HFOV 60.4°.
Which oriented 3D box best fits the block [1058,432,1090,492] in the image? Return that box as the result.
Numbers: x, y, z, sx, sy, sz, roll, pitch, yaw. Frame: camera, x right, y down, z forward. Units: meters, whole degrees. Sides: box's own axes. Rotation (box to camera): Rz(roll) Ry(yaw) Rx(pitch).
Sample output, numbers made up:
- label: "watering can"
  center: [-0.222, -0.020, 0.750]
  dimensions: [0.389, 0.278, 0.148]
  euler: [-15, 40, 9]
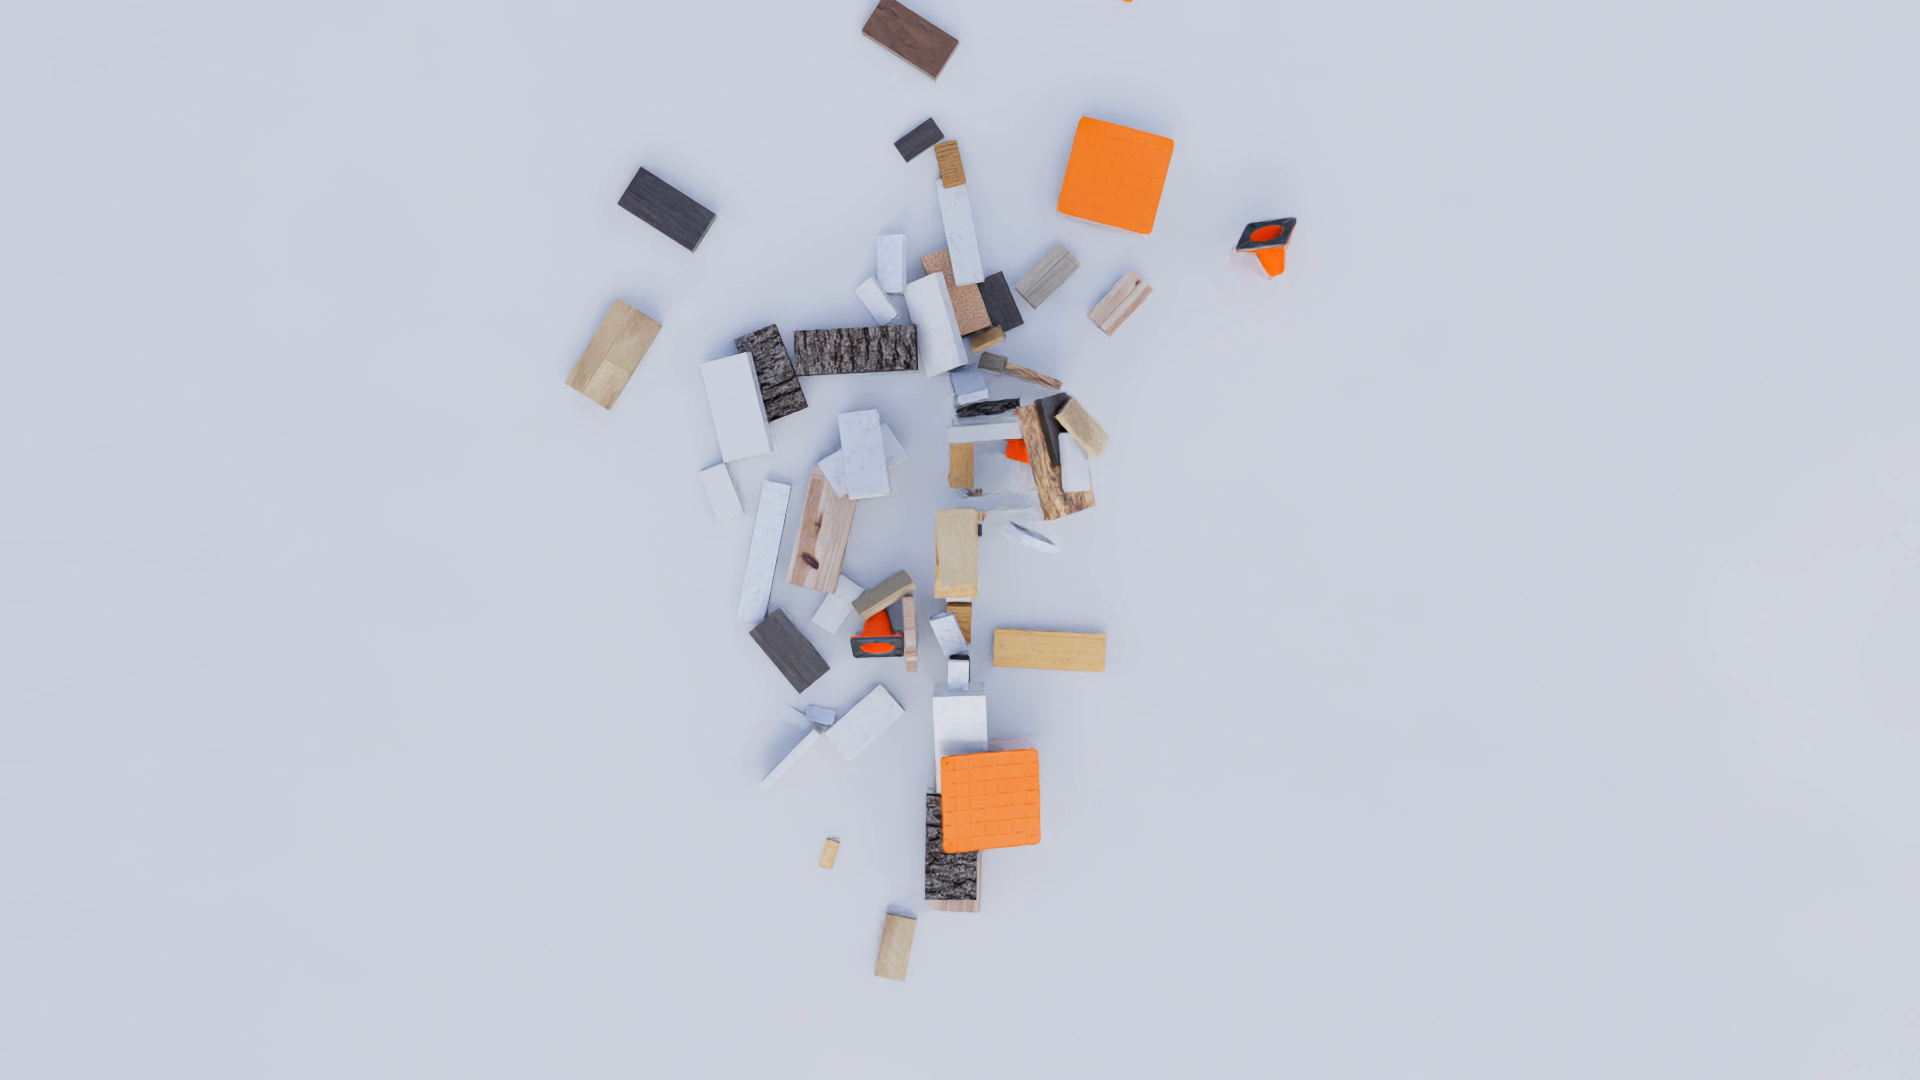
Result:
- label: "block"
  center: [0.346, -0.235, 4.980]
  dimensions: [0.089, 0.025, 0.177]
  euler: [-3, 88, -38]

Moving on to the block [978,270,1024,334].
- label: "block"
  center: [0.132, -0.788, 5.487]
  dimensions: [0.095, 0.027, 0.190]
  euler: [-23, 90, 0]

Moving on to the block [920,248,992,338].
- label: "block"
  center: [-0.014, -0.821, 5.470]
  dimensions: [0.146, 0.041, 0.292]
  euler: [-20, 87, -2]

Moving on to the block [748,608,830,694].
- label: "block"
  center: [-0.564, 0.366, 5.468]
  dimensions: [0.132, 0.037, 0.264]
  euler: [-39, 96, 0]

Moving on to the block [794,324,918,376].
- label: "block"
  center: [-0.345, -0.627, 5.459]
  dimensions: [0.405, 0.042, 0.147]
  euler: [-2, 90, 6]

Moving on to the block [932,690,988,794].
- label: "block"
  center: [0.003, 0.657, 5.377]
  dimensions: [0.170, 0.048, 0.340]
  euler: [-2, 108, 0]

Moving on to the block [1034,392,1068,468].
- label: "block"
  center: [0.299, -0.334, 4.988]
  dimensions: [0.105, 0.030, 0.210]
  euler: [-20, 98, -37]

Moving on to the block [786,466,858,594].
- label: "block"
  center: [-0.449, -0.032, 5.461]
  dimensions: [0.166, 0.047, 0.397]
  euler: [13, 86, 0]

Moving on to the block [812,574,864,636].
- label: "block"
  center: [-0.406, 0.215, 5.487]
  dimensions: [0.092, 0.026, 0.184]
  euler: [33, 90, 0]

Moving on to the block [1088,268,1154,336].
- label: "block"
  center: [0.533, -0.788, 5.485]
  dimensions: [0.105, 0.030, 0.210]
  euler: [43, 90, 0]

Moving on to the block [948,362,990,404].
- label: "block"
  center: [0.026, -0.506, 5.321]
  dimensions: [0.096, 0.369, 0.027]
  euler: [-14, 110, 0]

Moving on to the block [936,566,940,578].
- label: "block"
  center: [-0.014, 0.094, 5.078]
  dimensions: [0.114, 0.228, 0.032]
  euler: [-4, 88, 0]

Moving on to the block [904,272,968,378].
- label: "block"
  center: [-0.082, -0.709, 5.439]
  dimensions: [0.146, 0.041, 0.314]
  euler: [-16, 90, 38]

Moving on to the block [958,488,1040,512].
- label: "block"
  center: [0.189, -0.131, 5.226]
  dimensions: [0.175, 0.411, 0.050]
  euler: [-11, 95, -38]

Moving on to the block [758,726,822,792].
- label: "block"
  center: [-0.558, 0.720, 5.448]
  dimensions: [0.029, 0.104, 0.258]
  euler: [45, 90, 0]

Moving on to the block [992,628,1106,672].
- label: "block"
  center: [0.297, 0.367, 5.482]
  dimensions: [0.371, 0.035, 0.124]
  euler: [3, 90, 0]

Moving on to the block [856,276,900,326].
- label: "block"
  center: [-0.274, -0.790, 5.471]
  dimensions: [0.077, 0.022, 0.153]
  euler: [-36, 90, 30]

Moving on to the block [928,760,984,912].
- label: "block"
  center: [-0.010, 0.983, 5.476]
  dimensions: [0.170, 0.048, 0.491]
  euler: [2, 90, 0]

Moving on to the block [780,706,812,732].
- label: "block"
  center: [-0.544, 0.593, 5.493]
  dimensions: [0.094, 0.013, 0.047]
  euler: [30, 90, 0]

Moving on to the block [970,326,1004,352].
- label: "block"
  center: [0.088, -0.665, 5.460]
  dimensions: [0.111, 0.016, 0.055]
  euler: [-23, 48, 17]

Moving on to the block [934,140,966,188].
- label: "block"
  center: [-0.032, -1.247, 5.472]
  dimensions: [0.076, 0.022, 0.153]
  euler: [-13, 77, -1]

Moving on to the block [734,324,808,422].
- label: "block"
  center: [-0.627, -0.553, 5.479]
  dimensions: [0.147, 0.042, 0.293]
  euler: [-22, 90, 0]

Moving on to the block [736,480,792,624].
- label: "block"
  center: [-0.651, 0.041, 5.487]
  dimensions: [0.092, 0.026, 0.471]
  euler: [11, 90, 0]

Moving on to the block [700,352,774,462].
- label: "block"
  center: [-0.735, -0.438, 5.451]
  dimensions: [0.166, 0.047, 0.333]
  euler: [-13, 92, 14]

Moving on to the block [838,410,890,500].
- label: "block"
  center: [-0.317, -0.281, 5.414]
  dimensions: [0.132, 0.037, 0.286]
  euler: [-8, 77, -5]

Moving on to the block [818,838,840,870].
- label: "block"
  center: [-0.436, 1.046, 5.493]
  dimensions: [0.047, 0.013, 0.094]
  euler: [17, 90, 0]

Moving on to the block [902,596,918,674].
- label: "block"
  center: [-0.162, 0.309, 5.438]
  dimensions: [0.035, 0.124, 0.247]
  euler: [-3, 90, 0]

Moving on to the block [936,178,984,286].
- label: "block"
  center: [-0.001, -1.023, 5.452]
  dimensions: [0.095, 0.027, 0.370]
  euler: [-11, 79, -1]

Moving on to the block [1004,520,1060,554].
- label: "block"
  center: [0.222, -0.007, 5.109]
  dimensions: [0.089, 0.187, 0.025]
  euler: [41, 103, 39]

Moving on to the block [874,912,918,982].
- label: "block"
  center: [-0.214, 1.353, 5.485]
  dimensions: [0.104, 0.029, 0.208]
  euler: [11, 90, 0]

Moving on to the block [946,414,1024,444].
- label: "block"
  center: [0.137, -0.355, 5.170]
  dimensions: [0.175, 0.350, 0.050]
  euler: [-19, 102, -37]

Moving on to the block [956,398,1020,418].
- label: "block"
  center: [0.090, -0.419, 5.231]
  dimensions: [0.096, 0.193, 0.027]
  euler: [-23, 104, -40]
